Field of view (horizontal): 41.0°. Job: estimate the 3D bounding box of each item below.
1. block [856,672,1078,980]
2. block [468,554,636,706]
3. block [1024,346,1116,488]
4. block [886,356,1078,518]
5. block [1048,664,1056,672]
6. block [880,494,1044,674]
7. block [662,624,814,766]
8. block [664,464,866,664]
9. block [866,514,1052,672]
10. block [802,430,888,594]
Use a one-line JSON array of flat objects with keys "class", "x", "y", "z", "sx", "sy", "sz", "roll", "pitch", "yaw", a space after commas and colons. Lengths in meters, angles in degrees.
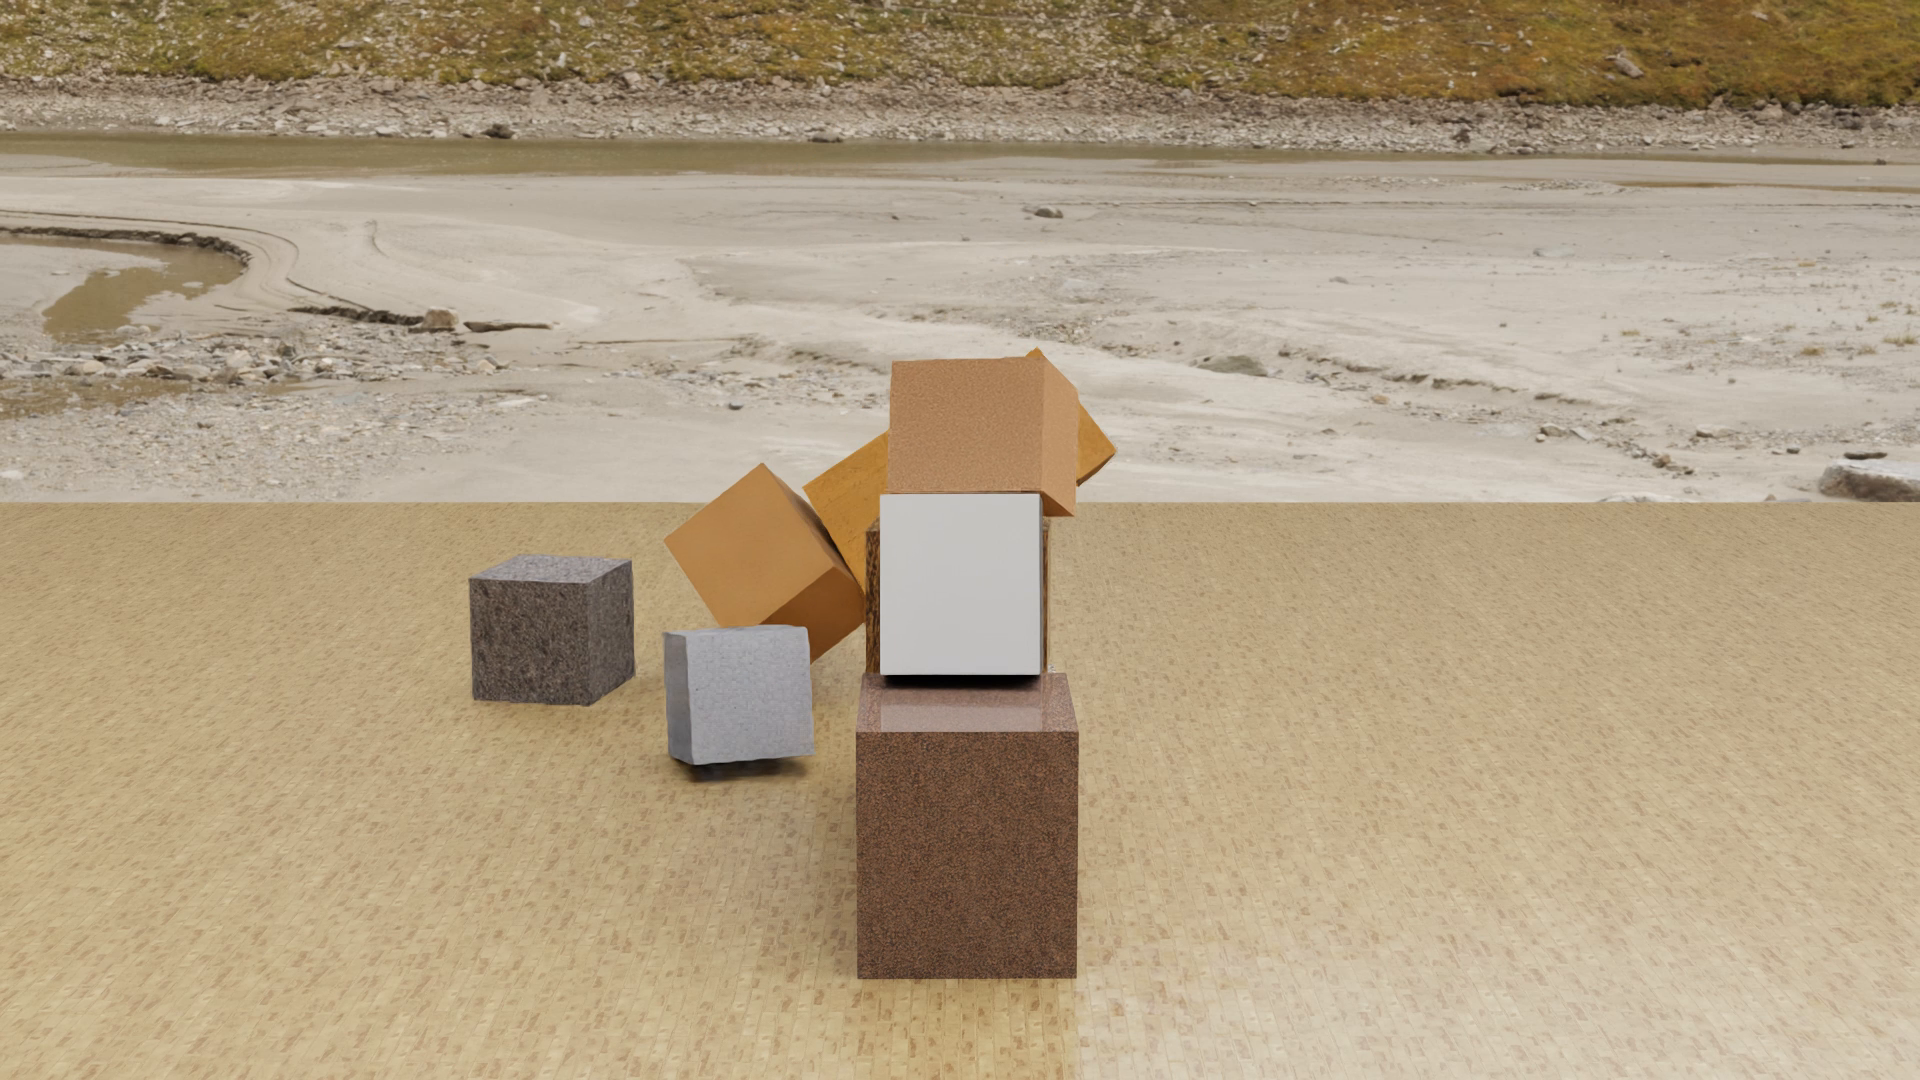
[{"class": "block", "x": 0.023, "y": 1.144, "z": 10.479, "sx": 0.862, "sy": 1.001, "sz": 0.991, "roll": 0, "pitch": 10, "yaw": -1}, {"class": "block", "x": -2.343, "y": 0.509, "z": 14.802, "sx": 0.703, "sy": 0.703, "sz": 0.755, "roll": 2, "pitch": 11, "yaw": 12}, {"class": "block", "x": 0.344, "y": -0.542, "z": 15.029, "sx": 0.757, "sy": 0.756, "sz": 0.720, "roll": -37, "pitch": -3, "yaw": -8}, {"class": "block", "x": 0.112, "y": -0.447, "z": 11.491, "sx": 0.693, "sy": 0.587, "sz": 0.695, "roll": -1, "pitch": -9, "yaw": 15}, {"class": "block", "x": 0.002, "y": 1.056, "z": 11.424, "sx": 0.862, "sy": 0.836, "sz": 0.839, "roll": 0, "pitch": 10, "yaw": 0}, {"class": "block", "x": 0.019, "y": 0.193, "z": 10.938, "sx": 0.656, "sy": 0.743, "sz": 0.766, "roll": 0, "pitch": -2, "yaw": 3}, {"class": "block", "x": -1.145, "y": 0.785, "z": 13.198, "sx": 0.631, "sy": 0.645, "sz": 0.585, "roll": -3, "pitch": 1, "yaw": -18}, {"class": "block", "x": -1.069, "y": 0.197, "z": 14.767, "sx": 0.719, "sy": 0.803, "sz": 0.804, "roll": -38, "pitch": -26, "yaw": 3}, {"class": "block", "x": 0.006, "y": 0.242, "z": 11.760, "sx": 0.806, "sy": 0.649, "sz": 0.792, "roll": 1, "pitch": 7, "yaw": 3}, {"class": "block", "x": -0.377, "y": -0.106, "z": 14.950, "sx": 0.613, "sy": 0.764, "sz": 0.692, "roll": -33, "pitch": -15, "yaw": 8}]
